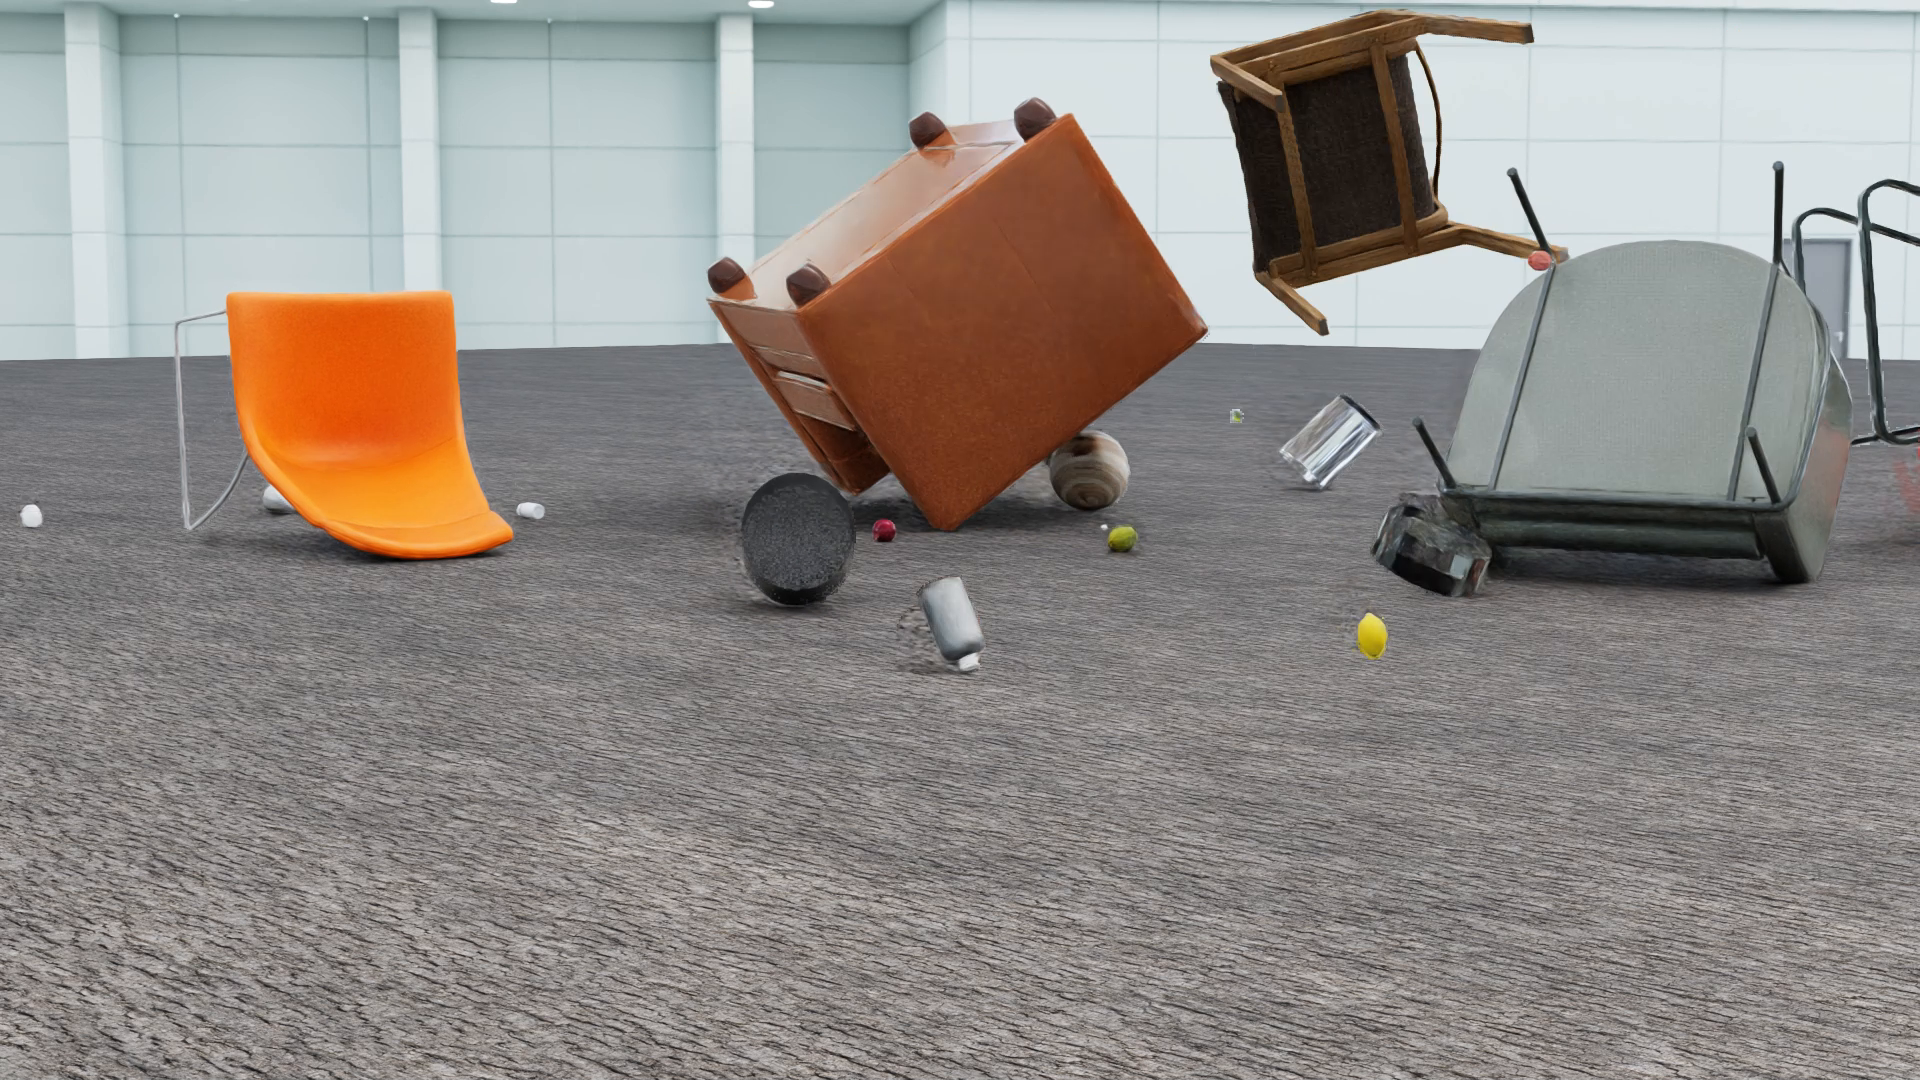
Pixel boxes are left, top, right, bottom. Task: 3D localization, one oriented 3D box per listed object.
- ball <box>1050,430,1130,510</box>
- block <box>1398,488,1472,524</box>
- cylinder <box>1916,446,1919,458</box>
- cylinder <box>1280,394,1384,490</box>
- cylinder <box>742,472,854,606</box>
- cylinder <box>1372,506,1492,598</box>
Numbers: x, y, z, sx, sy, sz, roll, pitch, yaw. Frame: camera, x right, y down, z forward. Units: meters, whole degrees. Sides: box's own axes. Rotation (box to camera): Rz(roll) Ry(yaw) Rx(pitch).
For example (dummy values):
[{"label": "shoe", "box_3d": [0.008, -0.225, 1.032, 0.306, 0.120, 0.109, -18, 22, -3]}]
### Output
[{"label": "ball", "box_3d": [0.364, -0.196, 7.219, 0.226, 0.226, 0.226, 0, 6, 0]}, {"label": "block", "box_3d": [1.264, -0.085, 6.823, 0.113, 0.086, 0.178, 6, 8, 45]}, {"label": "cylinder", "box_3d": [2.577, -0.158, 6.400, 0.307, 0.234, 0.306, -17, 0, 40]}, {"label": "cylinder", "box_3d": [1.144, -0.302, 7.899, 0.252, 0.152, 0.232, -43, 30, -1]}, {"label": "cylinder", "box_3d": [-0.322, 0.000, 5.079, 0.220, 0.235, 0.160, 1, -13, -4]}, {"label": "cylinder", "box_3d": [0.977, 0.023, 5.316, 0.232, 0.089, 0.236, 13, 22, -20]}]
